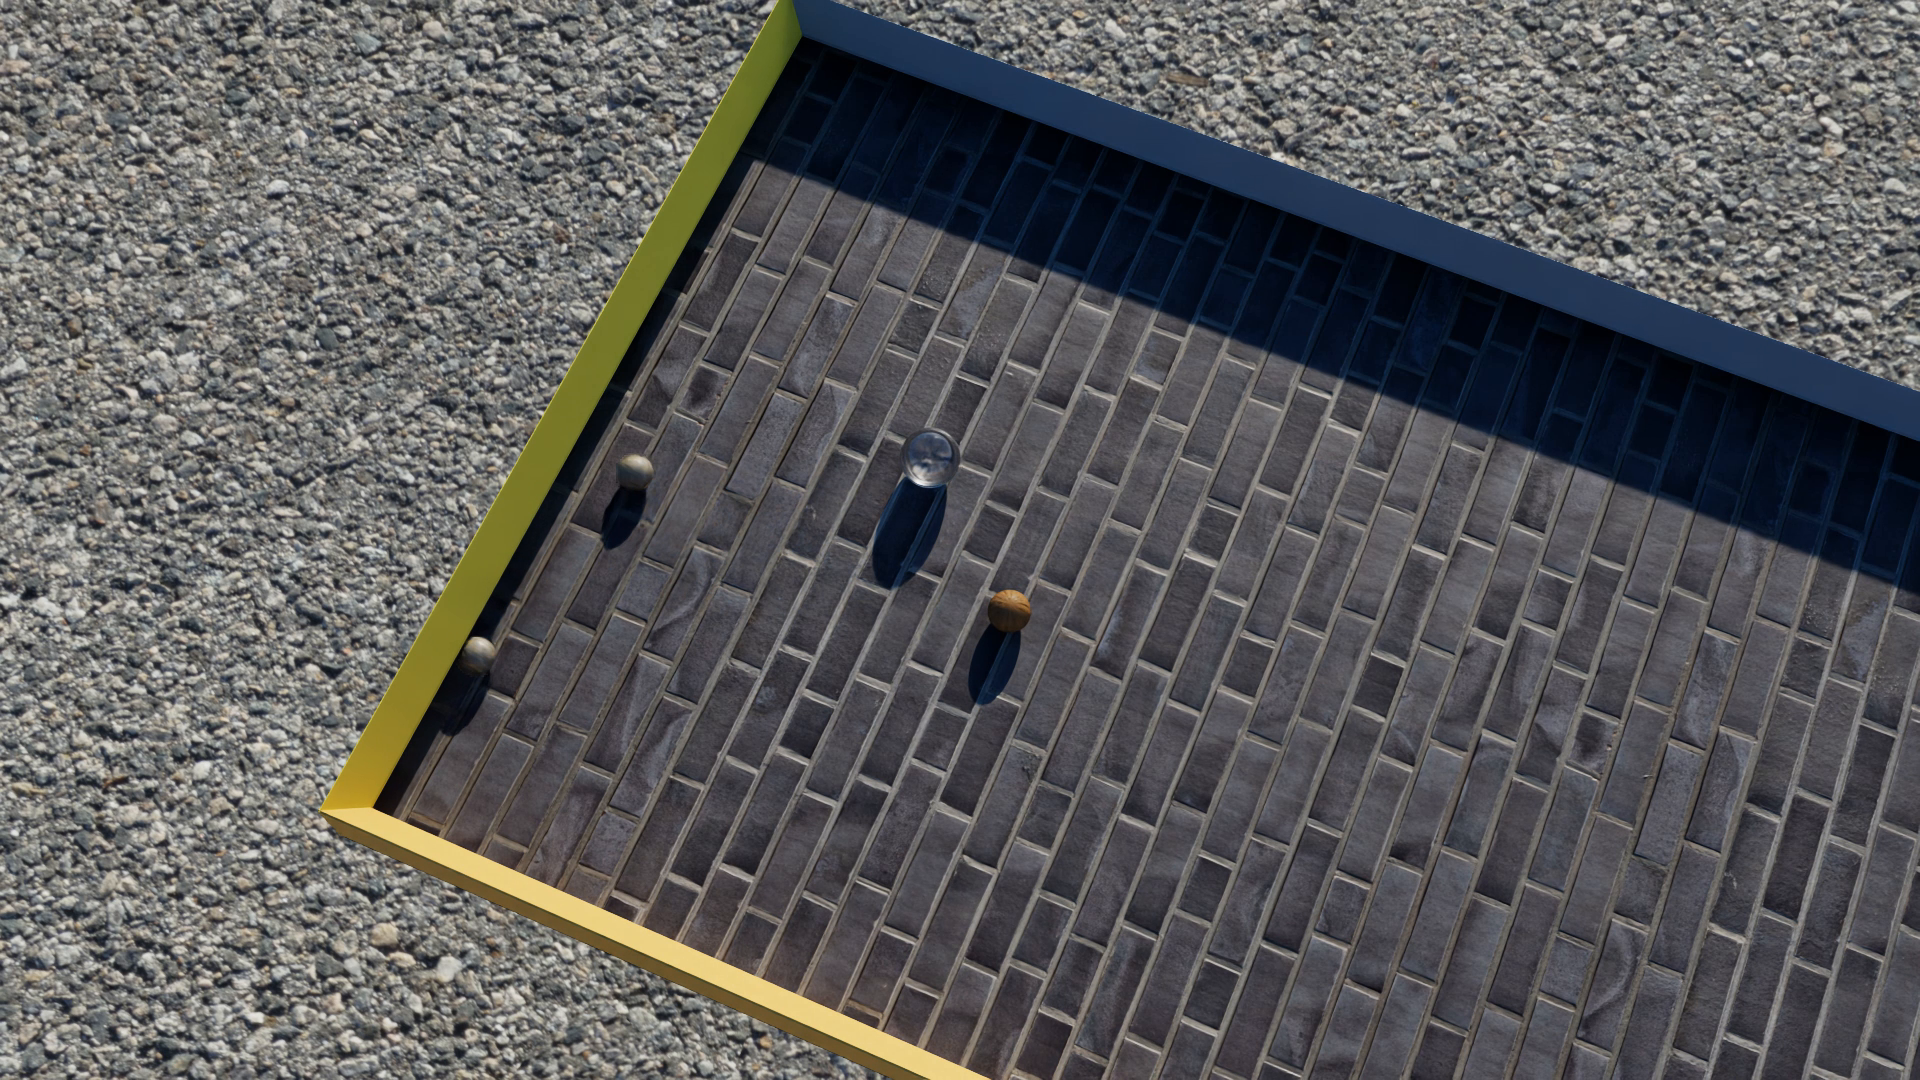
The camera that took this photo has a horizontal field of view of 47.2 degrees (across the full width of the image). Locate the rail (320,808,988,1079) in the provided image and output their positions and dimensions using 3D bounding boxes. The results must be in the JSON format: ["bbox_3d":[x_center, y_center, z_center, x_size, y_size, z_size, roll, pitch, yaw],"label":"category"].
[{"bbox_3d":[0.311,0.903,3.099,2.723,0.129,0.045,22,68,9],"label":"rail"}]

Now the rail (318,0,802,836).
[{"bbox_3d":[-0.603,-0.251,3.595,0.045,0.129,1.626,22,68,9],"label":"rail"}]

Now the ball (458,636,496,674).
[{"bbox_3d":[-0.758,0.181,3.448,0.059,0.059,0.059,0,67,0],"label":"ball"}]

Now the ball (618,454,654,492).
[{"bbox_3d":[-0.527,-0.109,3.573,0.059,0.059,0.059,0,67,0],"label":"ball"}]

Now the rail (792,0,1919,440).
[{"bbox_3d":[0.938,-0.428,3.671,2.723,0.129,0.045,22,68,9],"label":"rail"}]

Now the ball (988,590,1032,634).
[{"bbox_3d":[0.078,0.112,3.472,0.069,0.069,0.069,0,67,0],"label":"ball"}]

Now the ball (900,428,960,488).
[{"bbox_3d":[-0.048,-0.133,3.561,0.099,0.099,0.099,0,67,0],"label":"ball"}]
